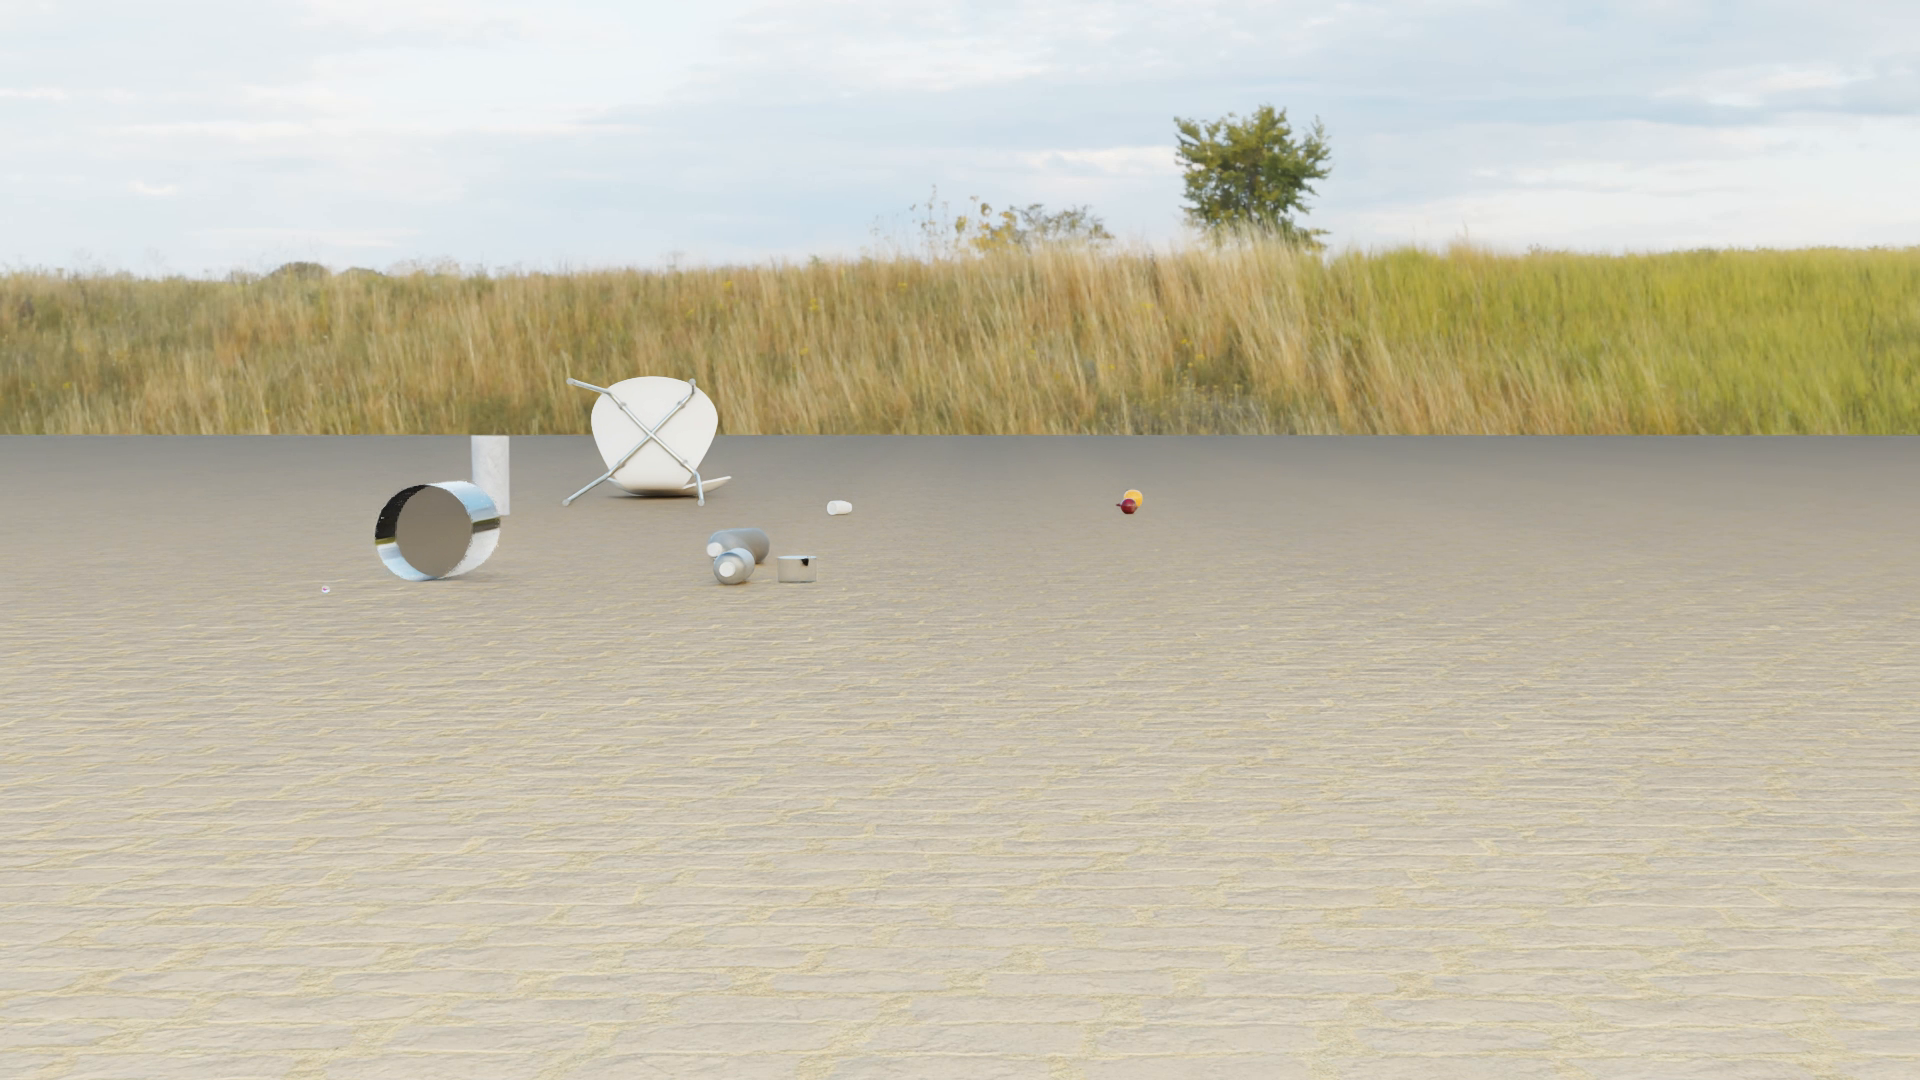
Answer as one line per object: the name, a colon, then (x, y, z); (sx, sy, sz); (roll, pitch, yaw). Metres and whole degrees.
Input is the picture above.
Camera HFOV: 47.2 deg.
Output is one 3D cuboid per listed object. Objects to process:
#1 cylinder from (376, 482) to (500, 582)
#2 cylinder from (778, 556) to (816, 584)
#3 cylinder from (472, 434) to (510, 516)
cylinder: (-1.237, -0.023, 5.219); (0.240, 0.221, 0.196); (-34, -1, 9)
cylinder: (-0.380, 0.069, 5.126); (0.090, 0.057, 0.094); (2, 4, 23)
cylinder: (-1.668, -0.230, 7.817); (0.132, 0.282, 0.128); (1, 5, 6)
